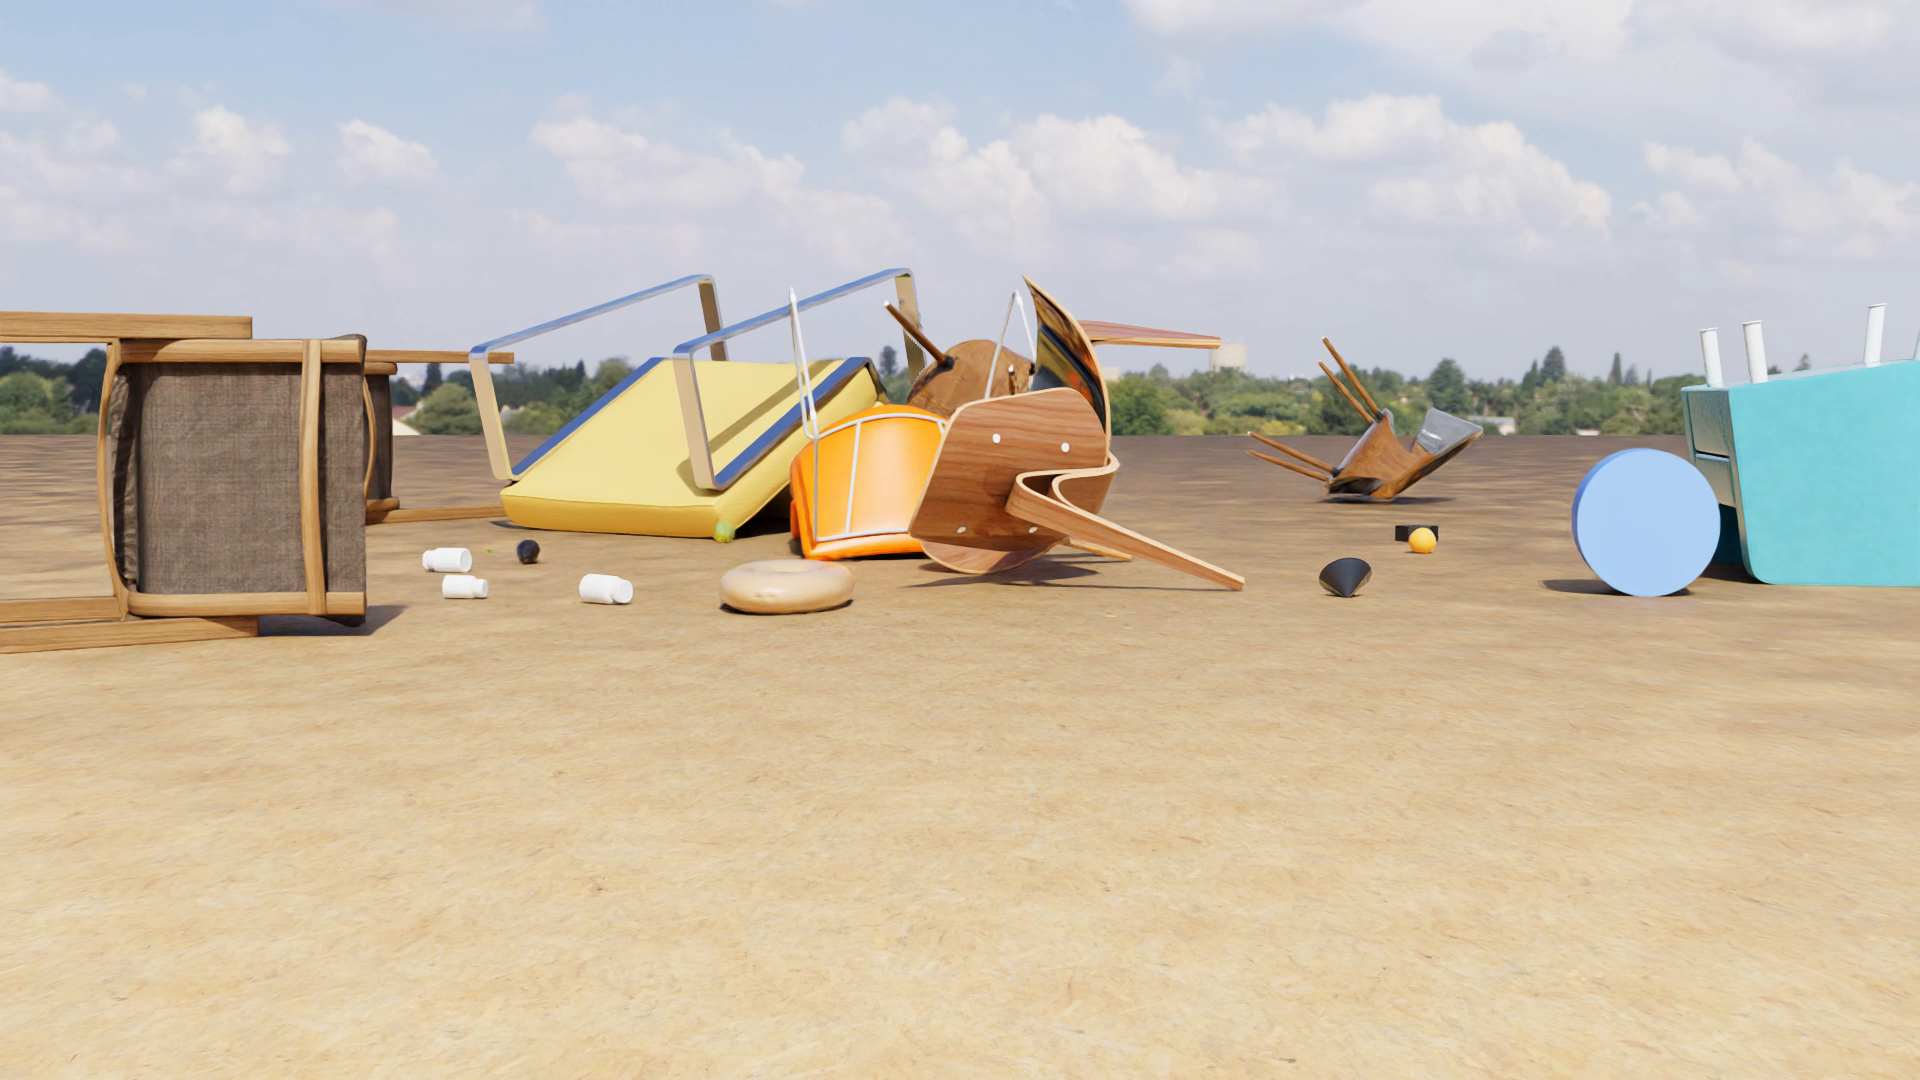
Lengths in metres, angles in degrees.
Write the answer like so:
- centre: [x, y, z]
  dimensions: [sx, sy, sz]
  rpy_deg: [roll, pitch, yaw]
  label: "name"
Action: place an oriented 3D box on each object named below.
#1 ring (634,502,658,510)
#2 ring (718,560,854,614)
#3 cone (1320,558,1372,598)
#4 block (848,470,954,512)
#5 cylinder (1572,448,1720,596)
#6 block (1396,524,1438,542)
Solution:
- centre: [-1.177, -0.128, 8.237]
  dimensions: [0.071, 0.024, 0.096]
  rpy_deg: [4, 6, 39]
  label: "ring"
- centre: [-0.358, 0.095, 4.554]
  dimensions: [0.270, 0.083, 0.465]
  rpy_deg: [1, 4, 7]
  label: "ring"
- centre: [0.834, 0.102, 4.747]
  dimensions: [0.107, 0.067, 0.119]
  rpy_deg: [33, -52, -25]
  label: "cone"
- centre: [-0.218, -0.183, 8.166]
  dimensions: [0.326, 0.144, 0.223]
  rpy_deg: [3, 5, 39]
  label: "block"
- centre: [1.501, -0.041, 4.826]
  dimensions: [0.298, 0.318, 0.157]
  rpy_deg: [-4, 3, 11]
  label: "cylinder"
- centre: [1.350, -0.020, 6.502]
  dimensions: [0.105, 0.045, 0.066]
  rpy_deg: [-2, 4, -22]
  label: "block"
